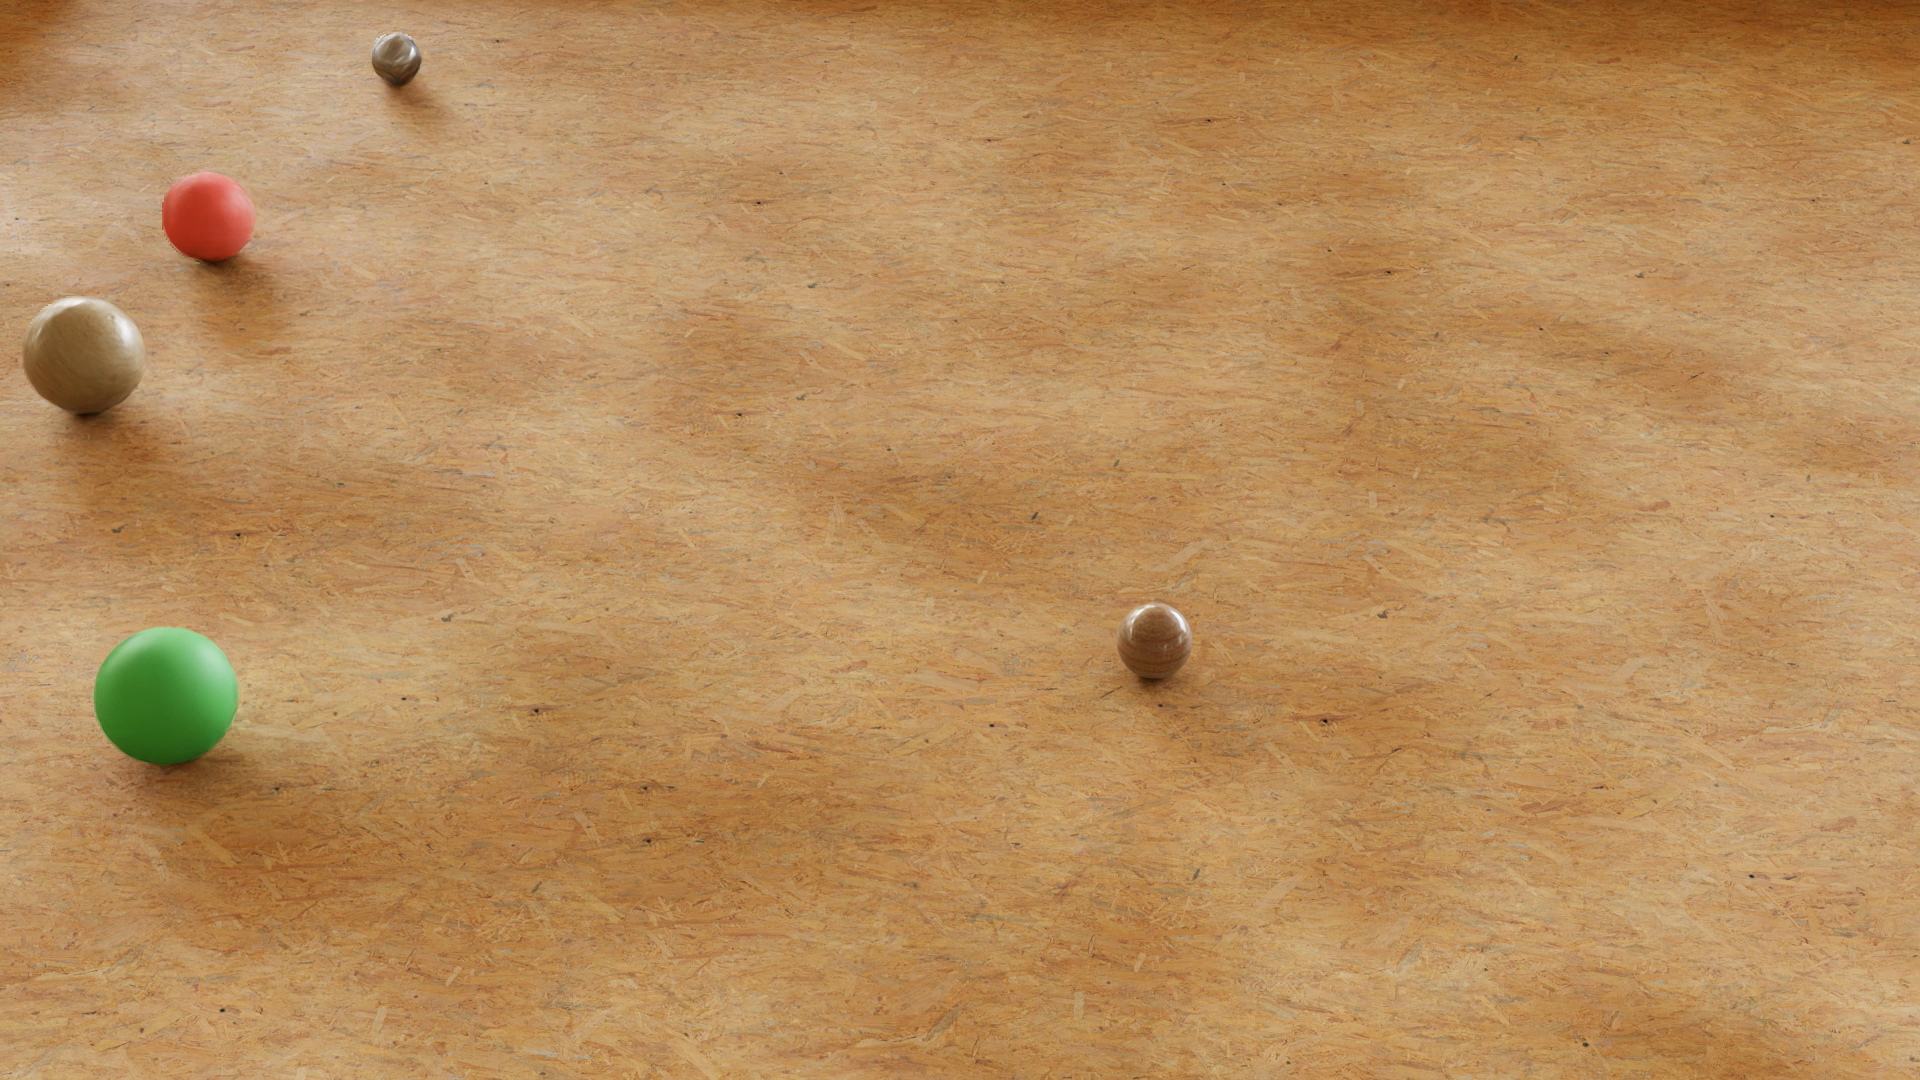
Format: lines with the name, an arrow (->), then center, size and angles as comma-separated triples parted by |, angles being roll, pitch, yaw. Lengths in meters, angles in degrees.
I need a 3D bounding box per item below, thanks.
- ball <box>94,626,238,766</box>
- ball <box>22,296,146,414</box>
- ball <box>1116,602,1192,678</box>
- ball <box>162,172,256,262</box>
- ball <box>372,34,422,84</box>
ball -> -0.469, 0.092, 1.519 | 0.082, 0.082, 0.082 | 0, 36, 0
ball -> -0.623, -0.131, 1.826 | 0.083, 0.083, 0.083 | 0, 36, 0
ball -> 0.120, 0.062, 1.589 | 0.047, 0.047, 0.047 | 0, 36, 0
ball -> -0.586, -0.252, 2.004 | 0.069, 0.069, 0.069 | 0, 36, 0
ball -> -0.497, -0.424, 2.263 | 0.043, 0.043, 0.043 | 0, 36, 0
